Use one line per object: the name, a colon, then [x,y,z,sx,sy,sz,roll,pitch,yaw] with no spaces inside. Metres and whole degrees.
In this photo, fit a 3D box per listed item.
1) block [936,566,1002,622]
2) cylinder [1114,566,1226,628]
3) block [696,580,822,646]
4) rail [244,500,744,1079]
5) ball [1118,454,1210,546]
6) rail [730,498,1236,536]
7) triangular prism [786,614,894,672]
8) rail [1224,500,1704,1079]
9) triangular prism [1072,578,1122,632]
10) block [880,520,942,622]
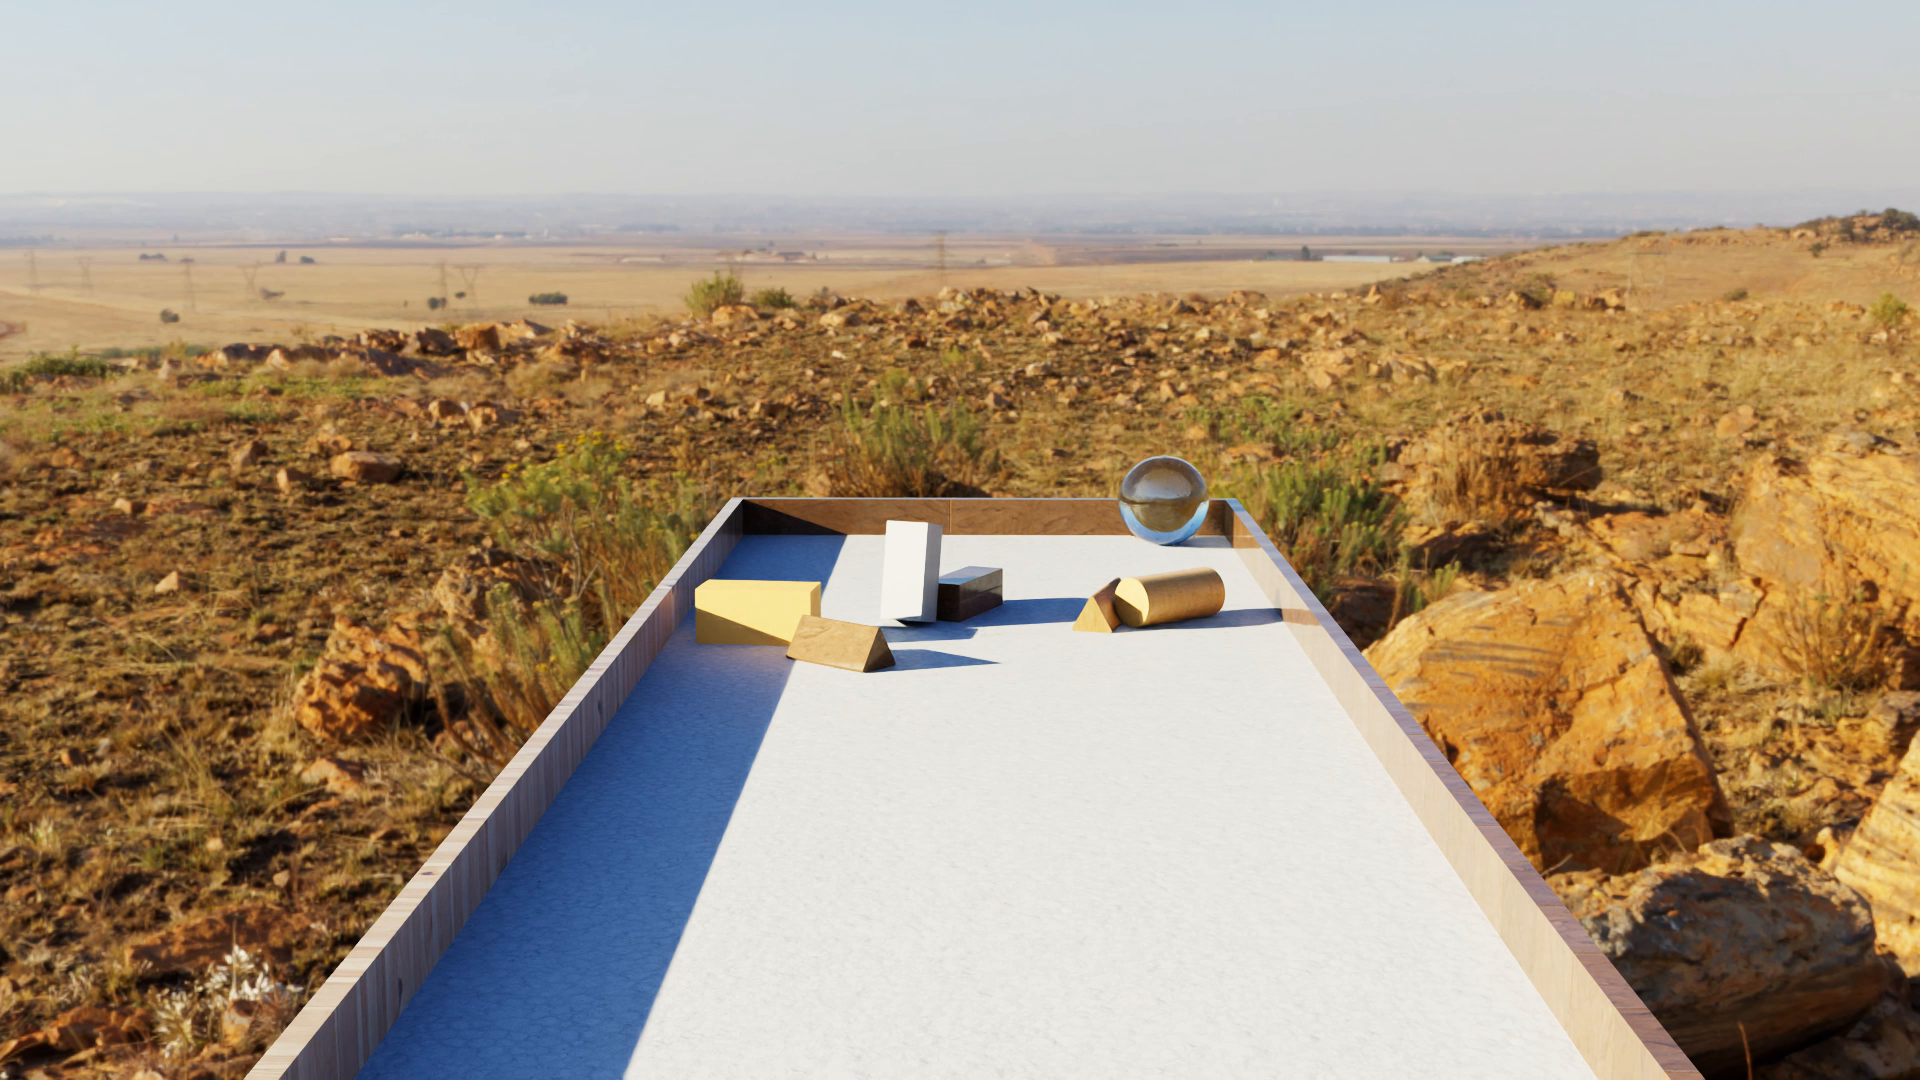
block: [0.015,0.181,7.461,0.127,0.127,0.355,4,10,25]
cylinder: [0.698,0.189,7.294,0.348,0.164,0.164,-7,11,-37]
block: [-0.640,0.231,6.995,0.367,0.174,0.174,1,9,7]
rail: [-1.004,0.839,3.234,0.050,0.150,12.000,0,9,1]
ball: [0.821,-0.160,8.858,0.364,0.364,0.364,0,9,0]
rail: [0.099,-0.098,9.147,2.100,0.150,0.050,0,9,1]
triangular prism: [-0.362,0.305,6.663,0.321,0.124,0.143,8,11,40]
rail: [1.046,0.843,3.208,0.050,0.150,12.000,0,9,1]
triangular prism: [0.482,0.210,7.298,0.132,0.114,0.382,3,9,17]
block: [-0.160,0.105,7.249,0.143,0.322,0.143,3,-2,20]
